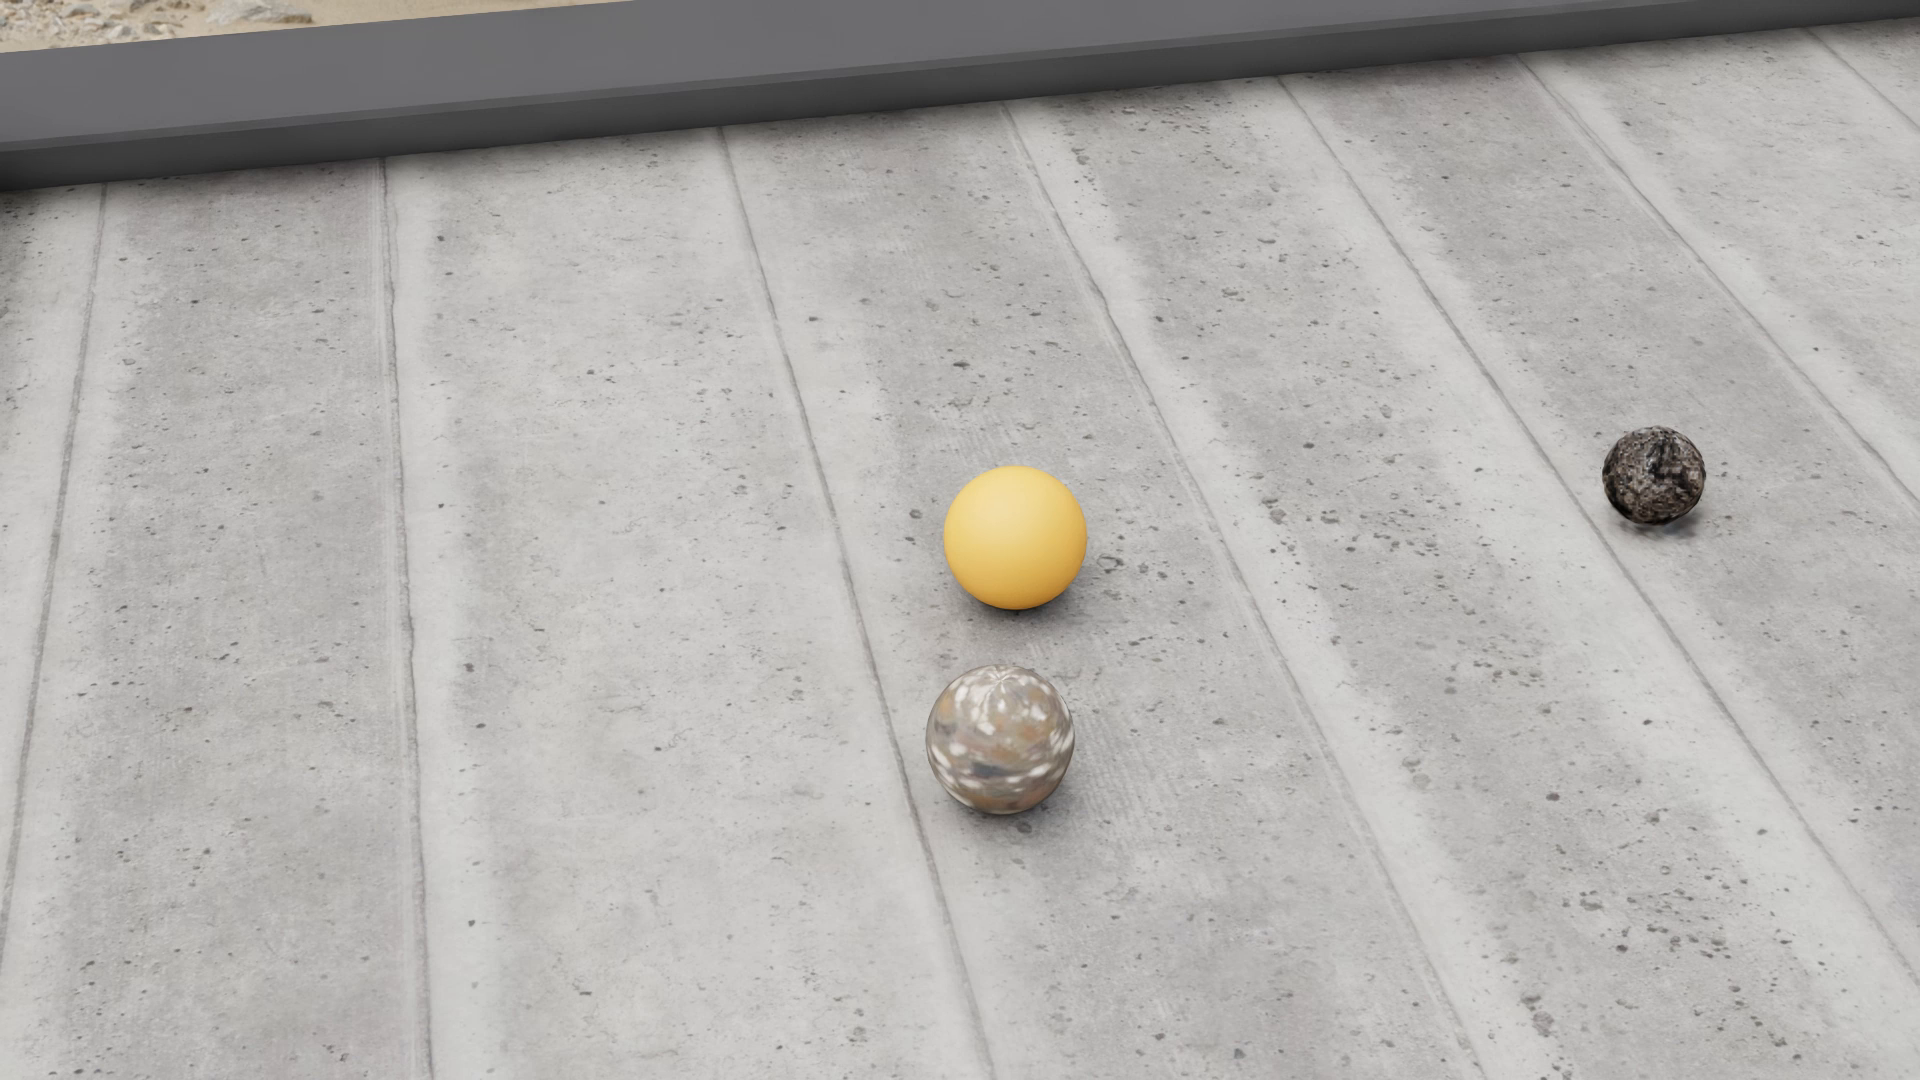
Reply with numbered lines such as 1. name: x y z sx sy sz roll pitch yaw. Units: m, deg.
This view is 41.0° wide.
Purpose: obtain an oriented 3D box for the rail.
1. rail: 0.548 -0.480 2.261 2.796 0.118 0.045 -7 36 -9

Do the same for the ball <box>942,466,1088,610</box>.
1. ball: 0.035 -0.001 1.616 0.091 0.091 0.091 0 36 0

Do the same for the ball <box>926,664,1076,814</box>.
1. ball: 0.023 0.113 1.460 0.086 0.086 0.086 0 36 0

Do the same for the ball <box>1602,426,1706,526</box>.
1. ball: 0.458 -0.042 1.695 0.066 0.066 0.066 0 36 0
